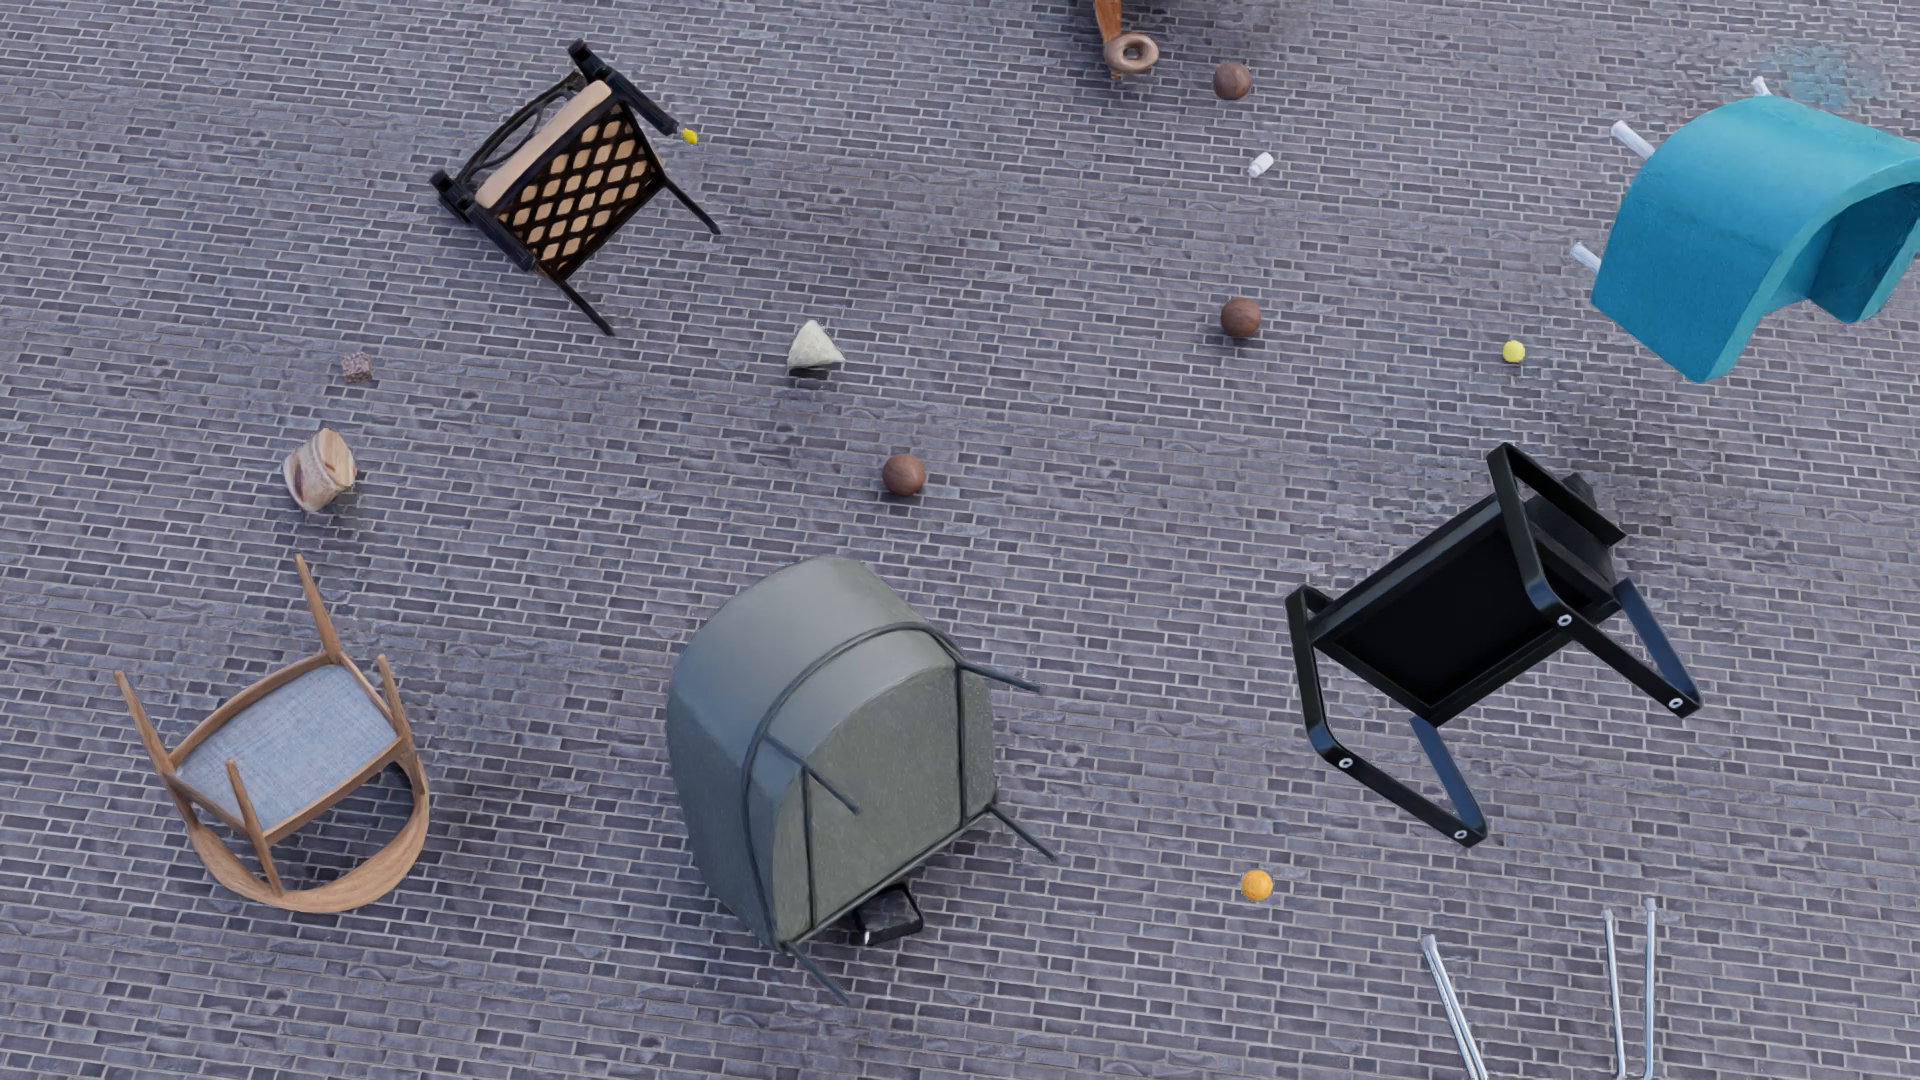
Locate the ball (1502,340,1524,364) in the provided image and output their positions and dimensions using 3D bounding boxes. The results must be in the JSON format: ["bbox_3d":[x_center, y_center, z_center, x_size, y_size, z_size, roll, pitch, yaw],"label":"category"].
[{"bbox_3d":[1.744,-0.592,6.929,0.070,0.070,0.070,0,56,0],"label":"ball"}]

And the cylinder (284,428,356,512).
[{"bbox_3d":[-1.912,-0.208,6.569,0.136,0.162,0.294,-36,31,7],"label":"cylinder"}]

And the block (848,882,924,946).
[{"bbox_3d":[-0.198,0.993,5.838,0.157,0.053,0.135,-12,42,-23],"label":"block"}]

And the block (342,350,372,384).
[{"bbox_3d":[-1.896,-0.543,6.913,0.079,0.043,0.083,-12,57,-8],"label":"block"}]

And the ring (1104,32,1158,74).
[{"bbox_3d":[0.587,-1.670,7.546,0.199,0.140,0.082,-2,11,-16],"label":"ring"}]

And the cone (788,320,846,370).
[{"bbox_3d":[-0.424,-0.586,6.876,0.156,0.147,0.201,21,46,13],"label":"cone"}]
